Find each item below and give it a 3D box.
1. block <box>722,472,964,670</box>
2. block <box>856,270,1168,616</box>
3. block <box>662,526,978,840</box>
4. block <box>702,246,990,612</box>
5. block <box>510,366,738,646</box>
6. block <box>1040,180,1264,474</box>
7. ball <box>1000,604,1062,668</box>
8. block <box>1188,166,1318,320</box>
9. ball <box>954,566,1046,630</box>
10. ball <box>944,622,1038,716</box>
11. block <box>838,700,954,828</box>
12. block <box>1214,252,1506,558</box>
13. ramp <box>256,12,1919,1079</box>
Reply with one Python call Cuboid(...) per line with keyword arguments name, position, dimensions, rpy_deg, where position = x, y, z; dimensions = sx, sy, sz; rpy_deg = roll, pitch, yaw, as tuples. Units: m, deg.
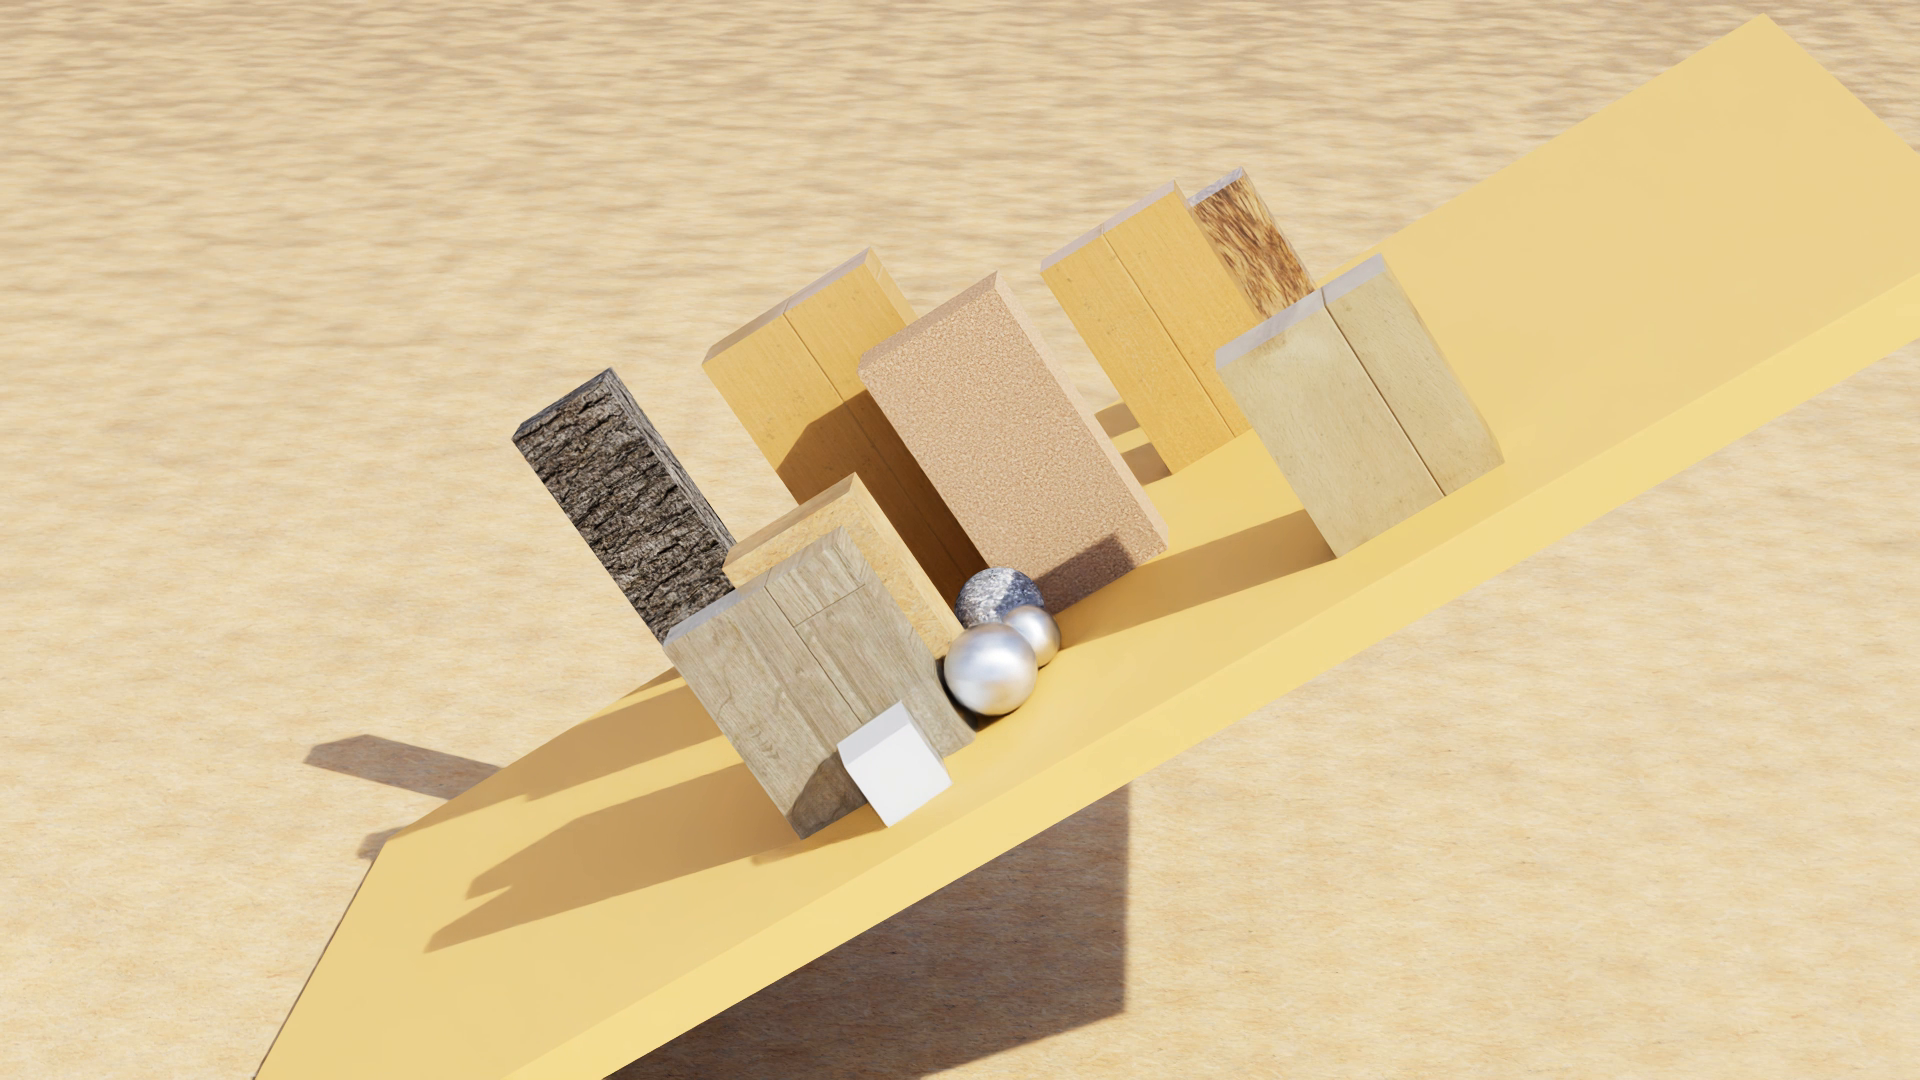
Cuboid(name="block", position=(-0.195, 0.166, 5.829), dimensions=(0.301, 0.515, 0.118), rpy_deg=(-31, 15, 14))
Cuboid(name="block", position=(0.112, -0.181, 5.985), dimensions=(0.331, 0.650, 0.131), rpy_deg=(-31, 15, 14))
Cuboid(name="block", position=(-0.268, 0.280, 5.702), dimensions=(0.407, 0.479, 0.103), rpy_deg=(-31, 15, 14))
Cuboid(name="block", position=(-0.151, -0.179, 6.274), dimensions=(0.414, 0.786, 0.137), rpy_deg=(-31, 15, 14))
Cuboid(name="block", position=(-0.772, -0.043, 7.271), dimensions=(0.277, 0.735, 0.123), rpy_deg=(-31, 15, 14))
Cuboid(name="block", position=(0.458, -0.455, 6.318), dimensions=(0.335, 0.534, 0.104), rpy_deg=(-31, 15, 14))
Cuboid(name="ball", position=(0.135, 0.191, 5.801), dimensions=(0.128, 0.128, 0.128), rpy_deg=(0, 20, 0))
Cuboid(name="block", position=(0.624, -0.588, 6.616), dimensions=(0.276, 0.411, 0.099), rpy_deg=(-31, 15, 14))
Cuboid(name="ball", position=(0.081, 0.147, 5.941), dimensions=(0.185, 0.185, 0.185), rpy_deg=(0, 20, 0))
Cuboid(name="ball", position=(0.059, 0.249, 5.679), dimensions=(0.182, 0.182, 0.182), rpy_deg=(0, 20, 0))
Cuboid(name="block", position=(-0.124, 0.425, 5.589), dimensions=(0.148, 0.148, 0.148), rpy_deg=(-34, 15, 1))
Cuboid(name="block", position=(0.722, -0.242, 5.323), dimensions=(0.348, 0.421, 0.127), rpy_deg=(-31, 15, 14))
Cuboid(name="ramp", position=(0.139, 0.171, 6.296), dimensions=(4.000, 0.100, 2.000), rpy_deg=(-31, 15, 14))
